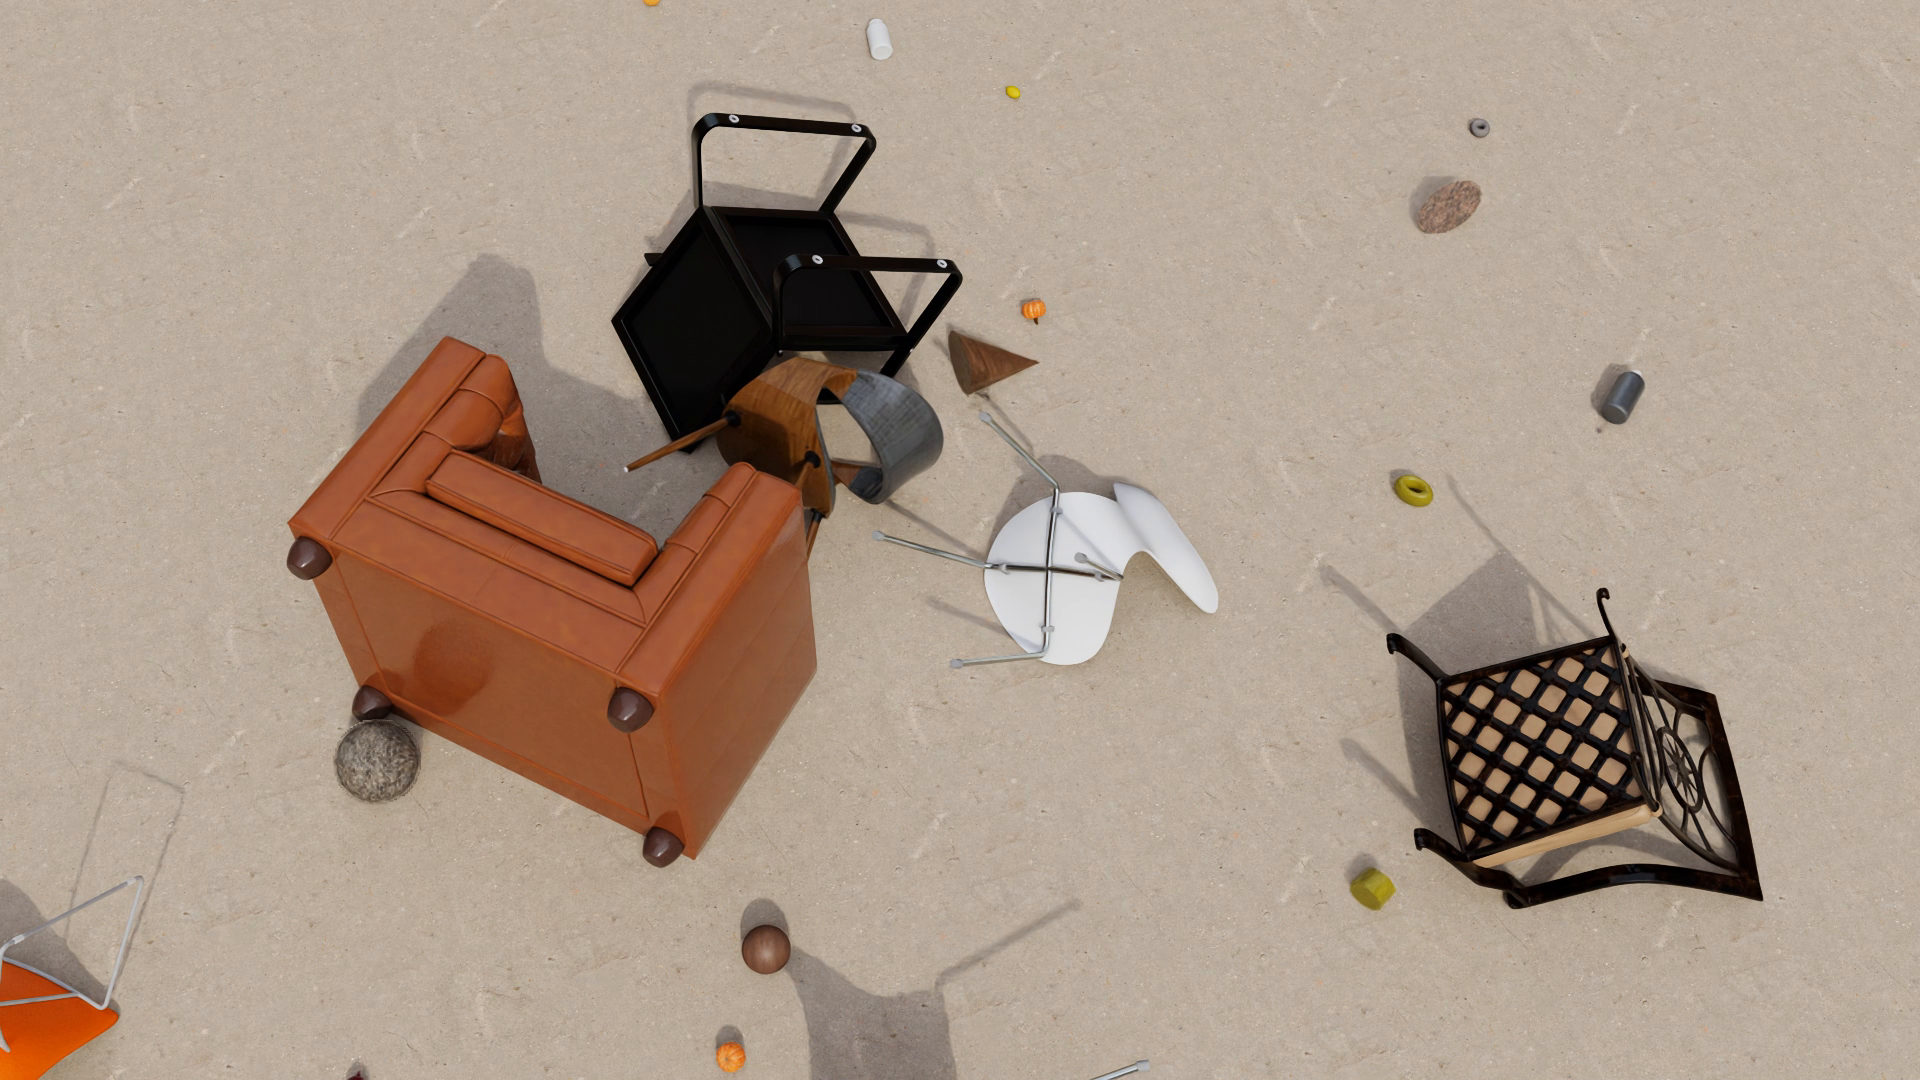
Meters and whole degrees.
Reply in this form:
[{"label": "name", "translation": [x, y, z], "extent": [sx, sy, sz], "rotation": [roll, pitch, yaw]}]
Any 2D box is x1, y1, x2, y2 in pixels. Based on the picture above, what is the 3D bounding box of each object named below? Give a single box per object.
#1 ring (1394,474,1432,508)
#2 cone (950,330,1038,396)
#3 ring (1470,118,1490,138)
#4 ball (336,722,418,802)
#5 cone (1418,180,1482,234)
[{"label": "ring", "translation": [1.370, -0.148, 6.639], "extent": [0.125, 0.058, 0.085], "rotation": [31, 59, 17]}, {"label": "cone", "translation": [0.126, -0.557, 6.909], "extent": [0.265, 0.125, 0.275], "rotation": [-2, 45, -18]}, {"label": "ring", "translation": [1.773, -1.405, 7.497], "extent": [0.066, 0.033, 0.072], "rotation": [-9, 58, -5]}, {"label": "ball", "translation": [-1.599, 0.608, 6.033], "extent": [0.220, 0.220, 0.220], "rotation": [0, 56, 0]}, {"label": "cone", "translation": [1.602, -1.117, 7.281], "extent": [0.232, 0.145, 0.124], "rotation": [-33, 21, 7]}]
